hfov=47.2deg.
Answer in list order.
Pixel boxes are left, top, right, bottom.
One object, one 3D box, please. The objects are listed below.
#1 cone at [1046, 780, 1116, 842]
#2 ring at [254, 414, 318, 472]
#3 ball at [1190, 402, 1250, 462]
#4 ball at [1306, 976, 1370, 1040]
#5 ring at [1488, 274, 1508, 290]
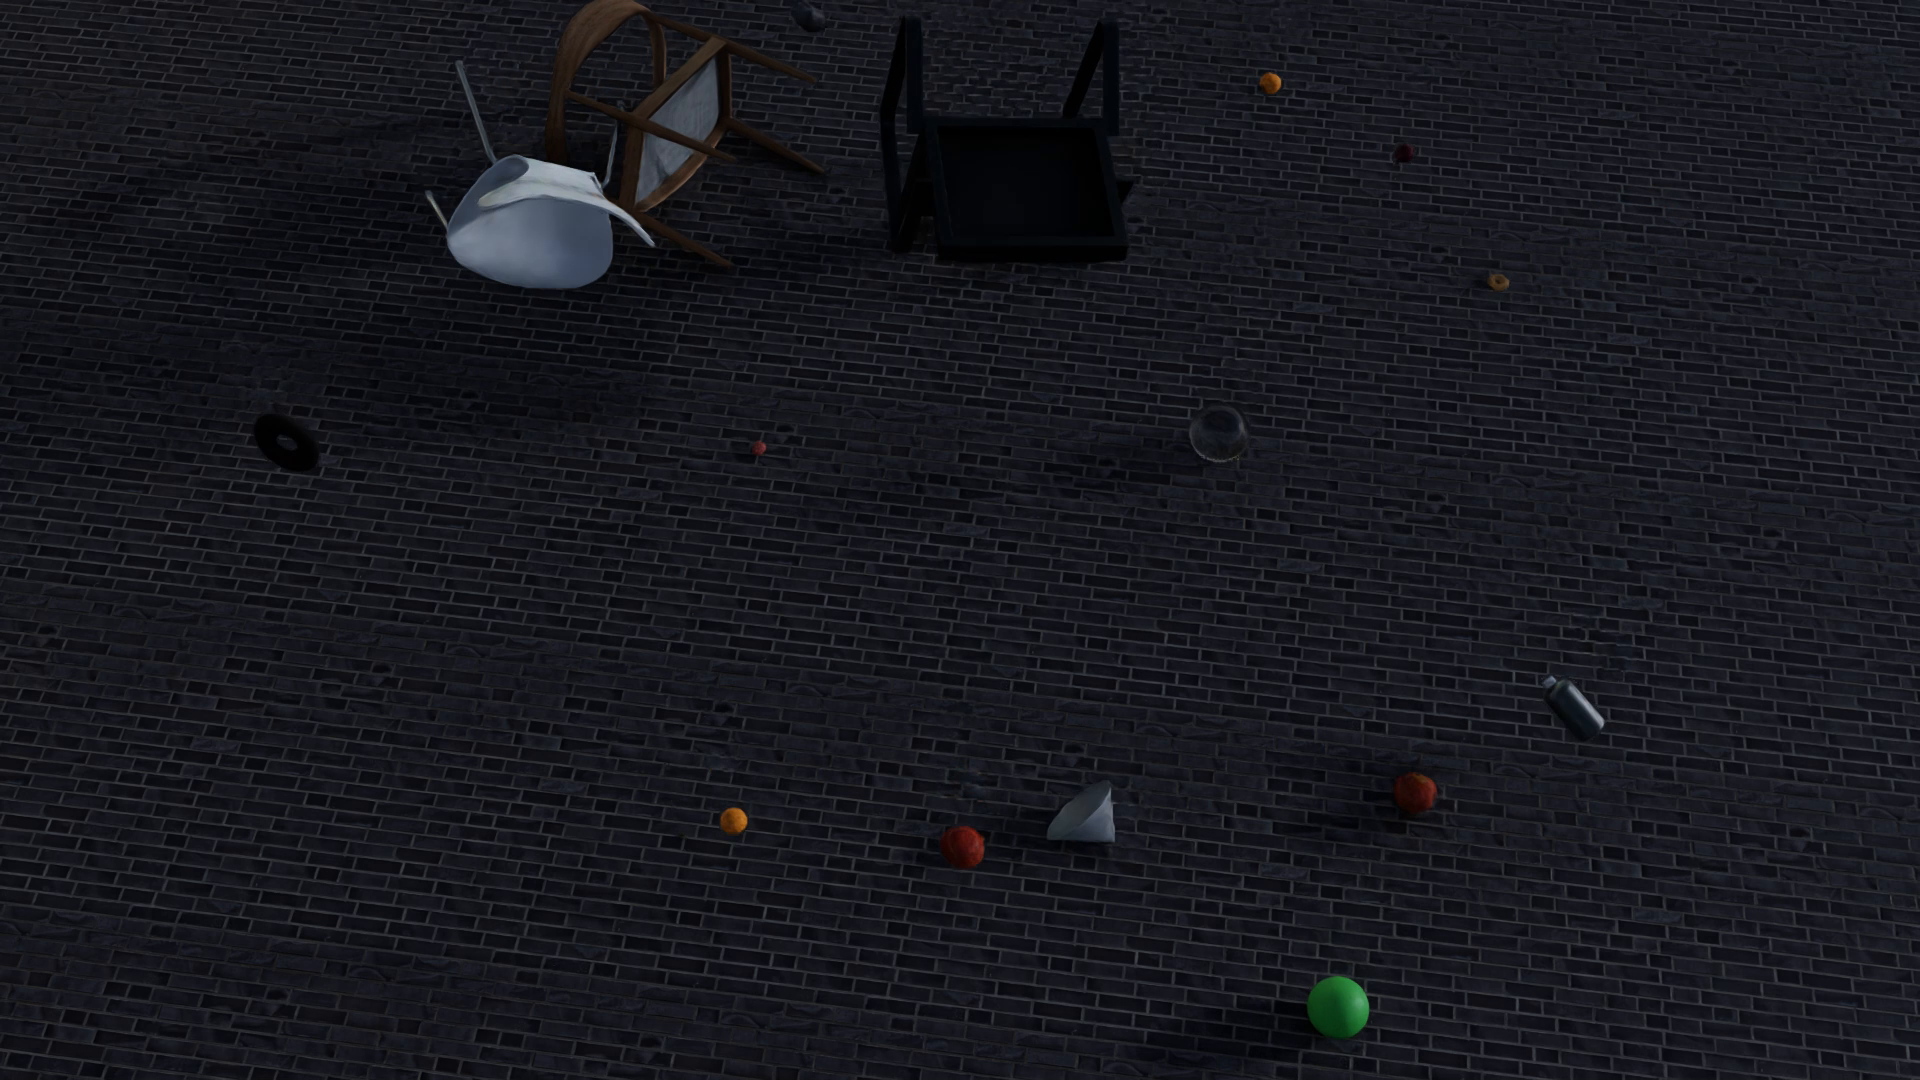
[{"bbox_3d":[0.373,0.781,5.996,0.147,0.245,0.151,41,26,-17],"label":"cone"},{"bbox_3d":[-1.928,-0.279,6.297,0.152,0.285,0.040,-15,58,1],"label":"ring"},{"bbox_3d":[0.789,-0.327,6.683,0.184,0.184,0.184,0,56,0],"label":"ball"},{"bbox_3d":[0.975,1.206,5.669,0.160,0.160,0.160,0,56,0],"label":"ball"},{"bbox_3d":[1.741,-0.836,7.123,0.068,0.021,0.061,-1,57,-1],"label":"ring"}]
